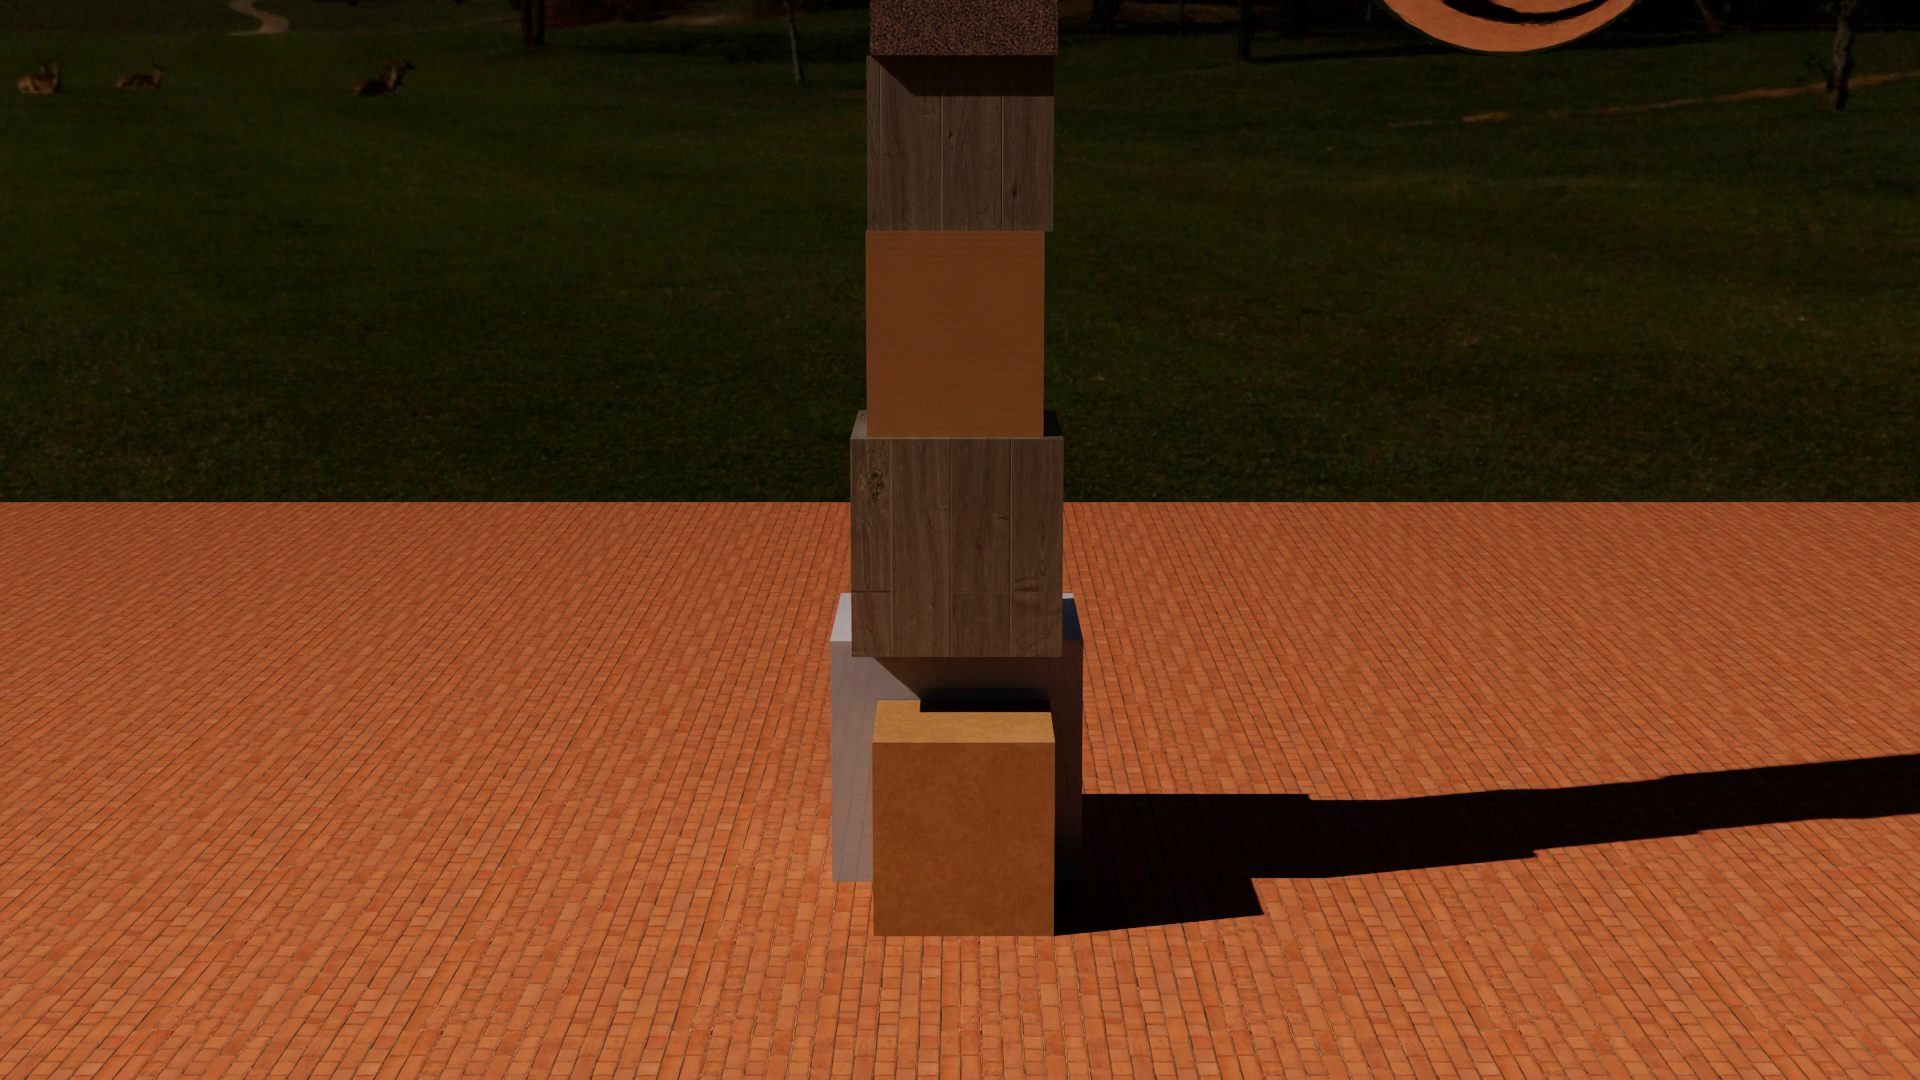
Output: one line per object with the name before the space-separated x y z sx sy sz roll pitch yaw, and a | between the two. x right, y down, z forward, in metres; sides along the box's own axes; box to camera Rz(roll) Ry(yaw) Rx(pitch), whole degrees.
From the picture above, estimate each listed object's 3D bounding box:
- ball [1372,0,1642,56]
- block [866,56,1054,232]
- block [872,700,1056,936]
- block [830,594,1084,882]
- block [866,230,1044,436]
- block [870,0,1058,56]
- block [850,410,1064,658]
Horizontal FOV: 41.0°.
ball | 2.295 -2.829 10.666 1.600 1.600 1.600 0 10 0
block | 0.001 -1.687 10.874 0.767 0.716 0.655 0 10 0
block | 0.015 1.165 10.858 0.743 0.824 0.714 0 10 0
block | -0.014 0.877 11.708 1.096 1.085 1.041 0 10 0
block | -0.020 -0.918 11.013 0.736 0.848 0.771 0 10 0
block | 0.016 -2.405 10.743 0.764 0.742 0.767 0 10 0
block | -0.013 -0.046 11.172 0.885 0.924 0.935 0 10 0
